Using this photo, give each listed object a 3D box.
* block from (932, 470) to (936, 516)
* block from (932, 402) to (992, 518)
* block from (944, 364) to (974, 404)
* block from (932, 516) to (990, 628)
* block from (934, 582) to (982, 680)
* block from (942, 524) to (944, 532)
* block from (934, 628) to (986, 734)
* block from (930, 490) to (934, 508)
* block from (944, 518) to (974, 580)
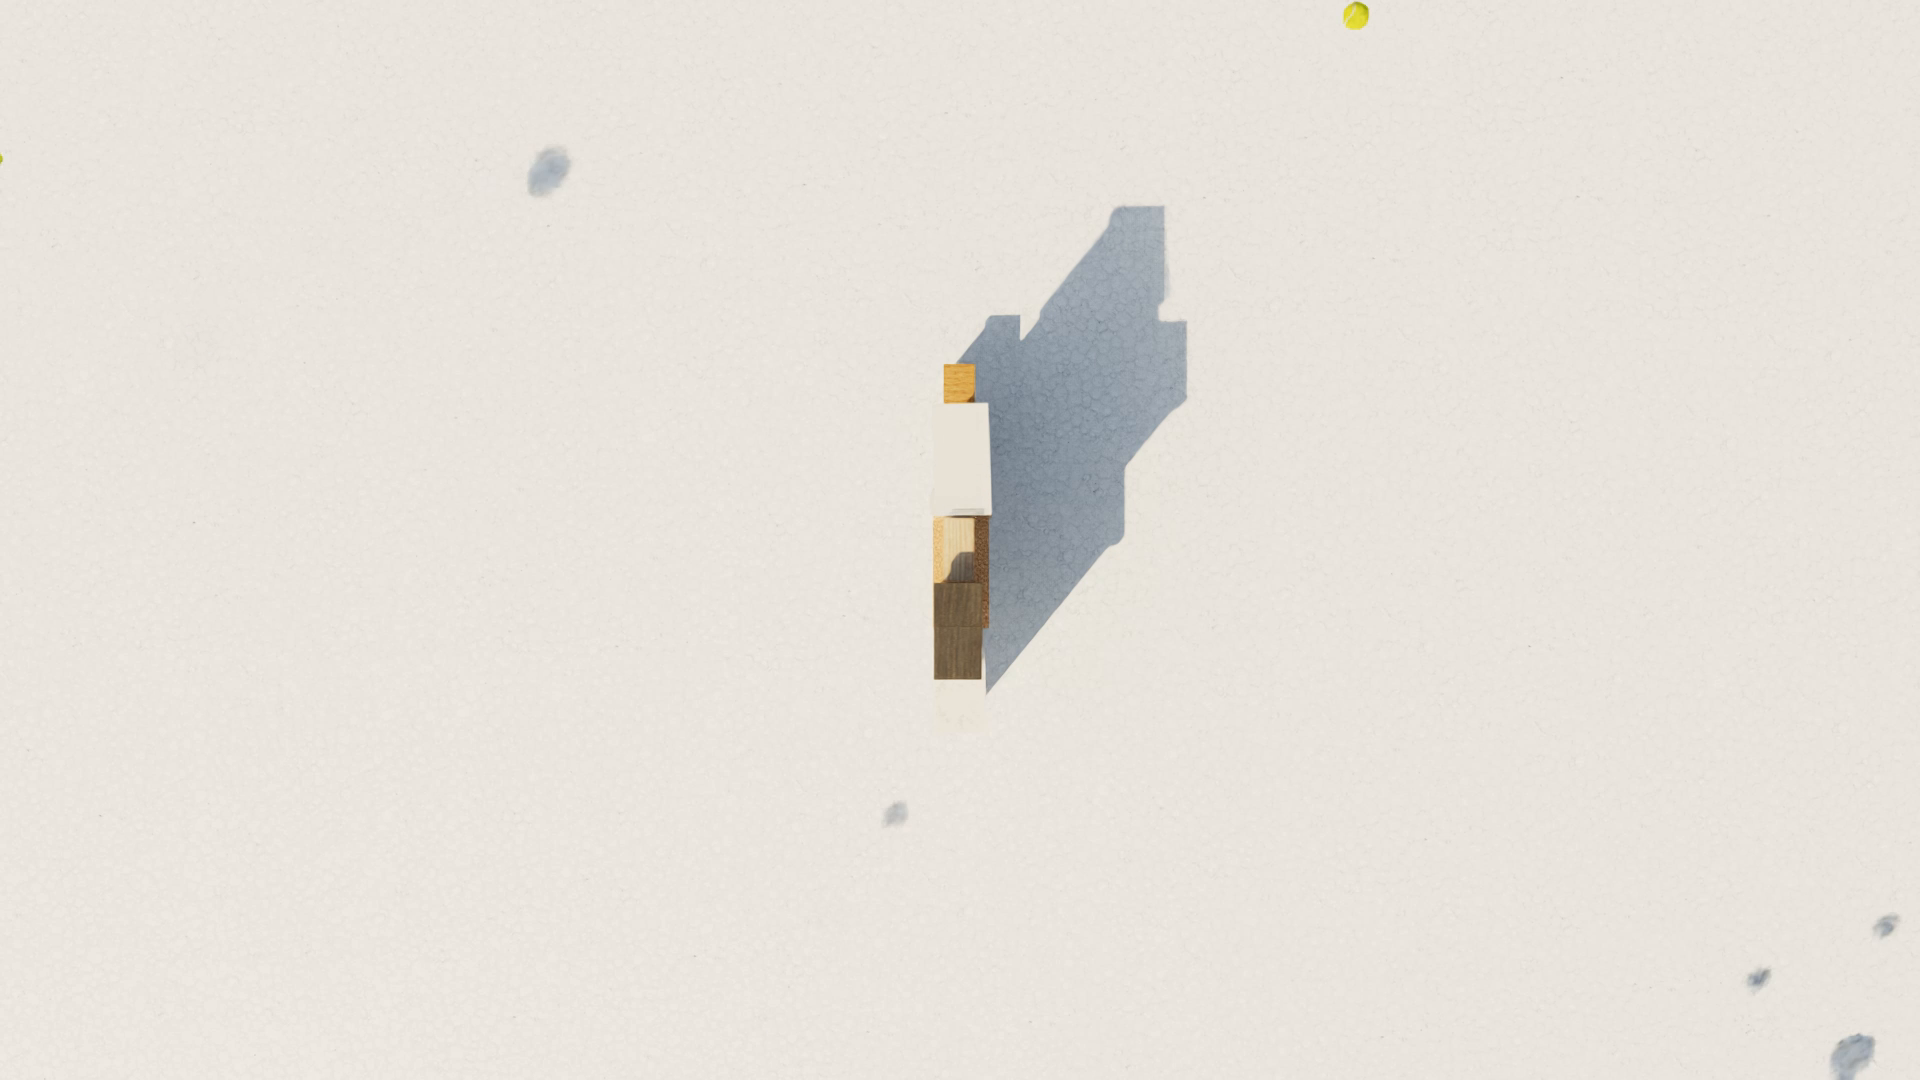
[{"bbox_3d":[-0.011,-0.210,4.984,0.141,0.040,0.282,2,89,0],"label":"block"},{"bbox_3d":[0.004,-0.223,4.619,0.157,0.044,0.314,-2,86,-2],"label":"block"},{"bbox_3d":[-0.003,-0.462,5.285,0.100,0.028,0.201,0,90,0],"label":"block"},{"bbox_3d":[0.003,0.092,4.798,0.162,0.046,0.325,0,90,0],"label":"block"},{"bbox_3d":[-0.005,0.248,4.493,0.131,0.037,0.263,0,90,0],"label":"block"},{"bbox_3d":[-0.004,-0.031,4.689,0.086,0.172,0.024,0,90,0],"label":"block"},{"bbox_3d":[-0.001,0.411,4.821,0.152,0.043,0.303,0,90,0],"label":"block"},{"bbox_3d":[-0.004,-0.117,4.794,0.157,0.314,0.044,2,89,-4],"label":"block"},{"bbox_3d":[-0.004,0.026,4.590,0.086,0.024,0.172,0,90,0],"label":"block"}]
